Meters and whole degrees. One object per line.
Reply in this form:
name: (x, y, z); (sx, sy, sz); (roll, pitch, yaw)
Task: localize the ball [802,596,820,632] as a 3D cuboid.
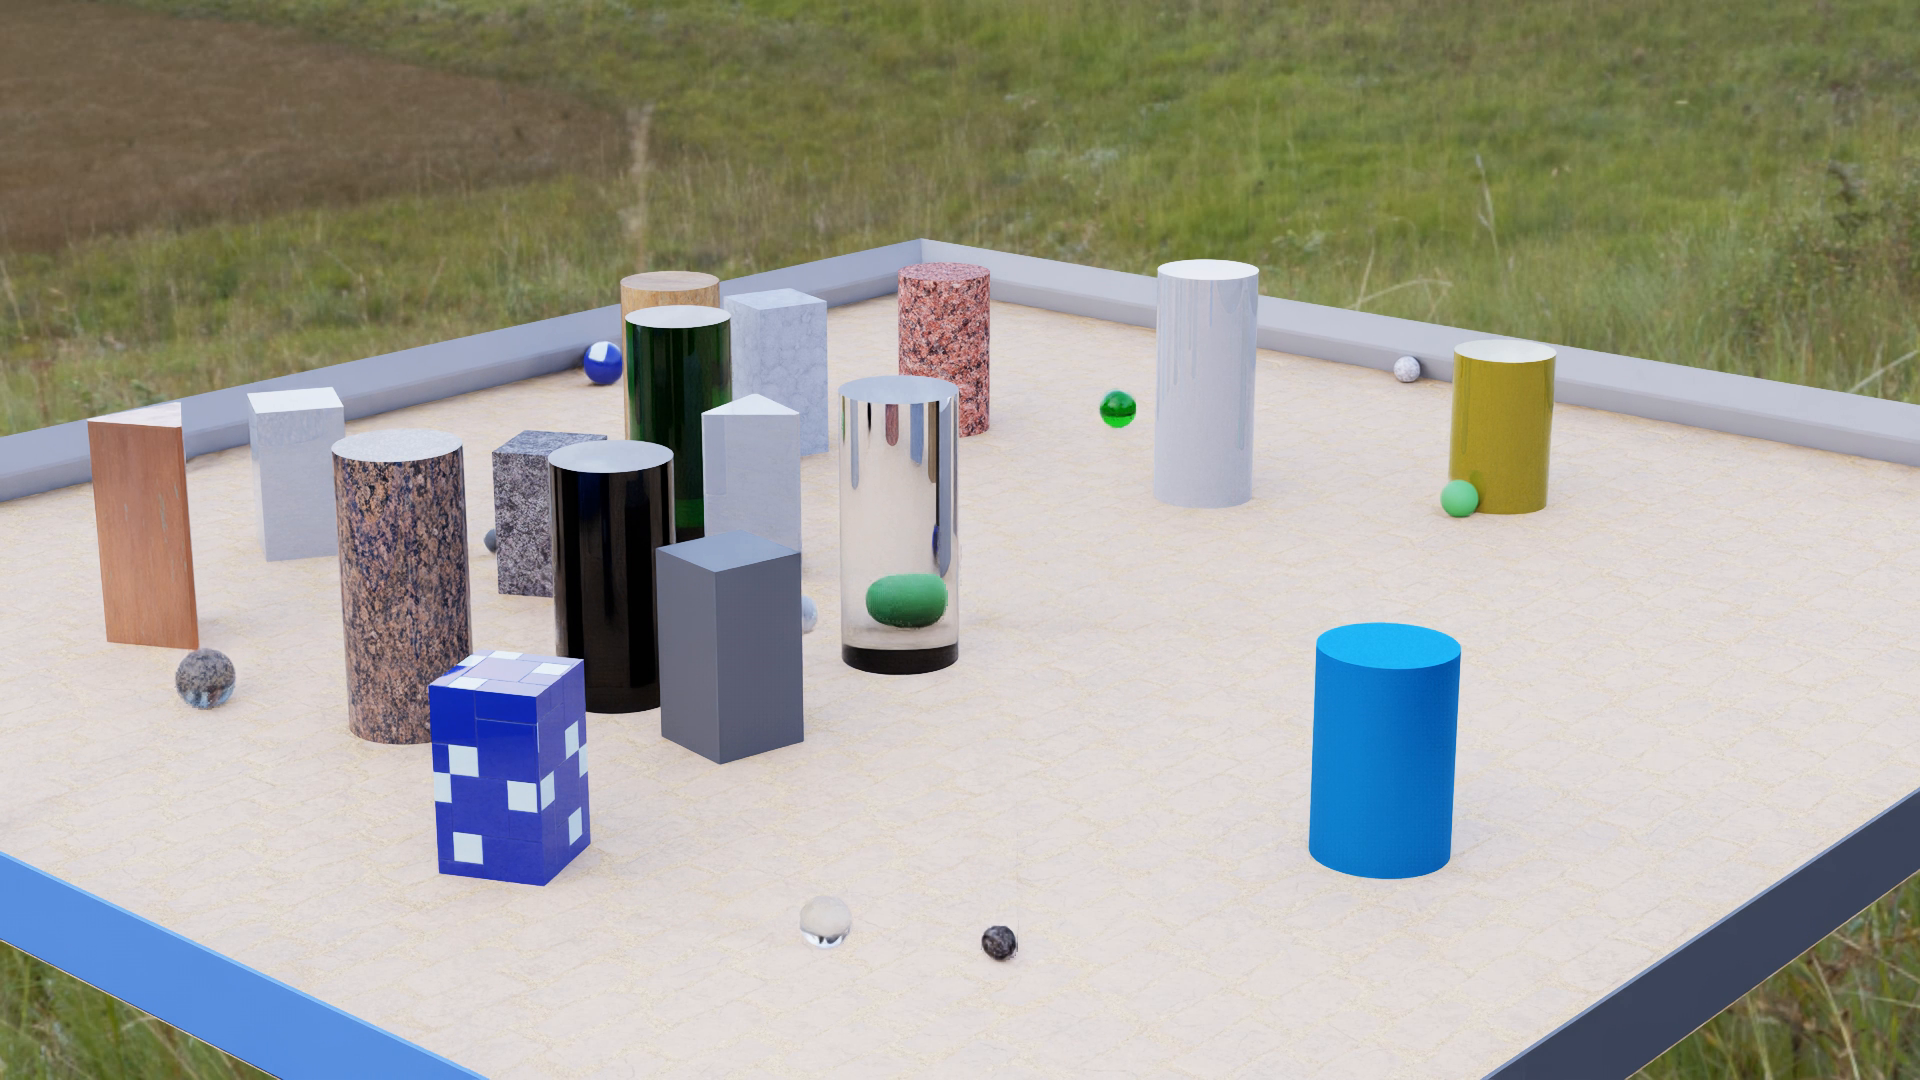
ball: (-0.269, 0.124, 4.923); (0.064, 0.064, 0.064); (0, 17, 0)

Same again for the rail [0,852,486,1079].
rail: (-1.231, 0.441, 3.763); (3.568, 0.126, 0.045); (14, 22, 39)

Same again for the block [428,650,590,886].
block: (-0.607, 0.306, 3.966); (0.155, 0.269, 0.155); (5, 17, 16)

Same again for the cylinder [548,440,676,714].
cylinder: (-0.540, 0.056, 4.587); (0.193, 0.389, 0.193); (0, 17, 0)

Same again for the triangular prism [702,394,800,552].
triangular prism: (-0.366, -0.094, 5.228); (0.167, 0.306, 0.145); (0, 17, 0)

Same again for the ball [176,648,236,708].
ball: (-1.176, 0.215, 4.572); (0.093, 0.093, 0.093); (0, 17, 0)

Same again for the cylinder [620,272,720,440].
cylinder: (-0.568, -0.315, 5.798); (0.193, 0.400, 0.193); (0, 17, 0)

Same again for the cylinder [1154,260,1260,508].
cylinder: (0.475, -0.303, 5.672); (0.193, 0.448, 0.193); (0, 17, 0)

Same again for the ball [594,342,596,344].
ball: (-0.824, -0.420, 6.721); (0.068, 0.068, 0.068); (0, 17, 0)

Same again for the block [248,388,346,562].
block: (-1.208, -0.121, 5.366); (0.155, 0.278, 0.155); (-6, 18, -18)

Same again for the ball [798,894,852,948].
ball: (-0.171, 0.484, 3.725); (0.067, 0.067, 0.067); (0, 17, 0)

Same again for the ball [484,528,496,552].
ball: (-0.848, 0.001, 5.365); (0.044, 0.044, 0.044); (0, 17, 0)

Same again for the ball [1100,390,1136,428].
ball: (0.336, -0.279, 6.232); (0.079, 0.079, 0.079); (0, 17, 0)

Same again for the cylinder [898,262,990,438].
cylinder: (-0.034, -0.402, 6.196); (0.193, 0.336, 0.193); (0, 17, 0)

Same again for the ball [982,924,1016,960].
ball: (0.049, 0.506, 3.692); (0.043, 0.043, 0.043); (0, 17, 0)

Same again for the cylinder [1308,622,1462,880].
cylinder: (0.576, 0.284, 3.986); (0.193, 0.299, 0.193); (0, 17, 0)

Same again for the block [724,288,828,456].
block: (-0.377, -0.340, 6.025); (0.155, 0.317, 0.155); (-10, 20, -31)

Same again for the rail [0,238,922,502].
rail: (-1.329, -0.302, 6.225); (0.045, 0.126, 3.801); (14, 22, 39)

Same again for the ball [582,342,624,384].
ball: (-0.800, -0.398, 6.597); (0.097, 0.097, 0.097); (0, 17, 0)

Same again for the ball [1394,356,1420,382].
ball: (1.010, -0.386, 6.622); (0.059, 0.059, 0.059); (0, 17, 0)

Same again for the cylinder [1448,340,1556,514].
cylinder: (1.044, -0.219, 5.655); (0.193, 0.299, 0.193); (0, 17, 0)

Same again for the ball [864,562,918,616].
ball: (-0.118, 0.083, 5.004); (0.095, 0.095, 0.095); (0, 17, 0)

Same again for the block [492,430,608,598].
block: (-0.715, -0.045, 5.151); (0.155, 0.257, 0.155); (4, 17, 13)

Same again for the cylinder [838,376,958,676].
cylinder: (-0.098, -0.025, 4.751); (0.193, 0.450, 0.193); (0, 17, 0)

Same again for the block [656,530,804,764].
block: (-0.345, 0.158, 4.403); (0.155, 0.299, 0.155); (-13, 21, -37)

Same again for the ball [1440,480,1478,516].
ball: (0.951, -0.080, 5.587); (0.071, 0.071, 0.071); (0, 17, 0)

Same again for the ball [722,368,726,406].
ball: (-0.516, -0.325, 6.357); (0.095, 0.095, 0.095); (0, 17, 0)

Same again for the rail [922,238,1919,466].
rail: (1.231, -0.378, 6.477); (3.568, 0.126, 0.045); (14, 22, 39)

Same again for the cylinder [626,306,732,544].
cylinder: (-0.516, -0.212, 5.431); (0.193, 0.414, 0.193); (0, 17, 0)

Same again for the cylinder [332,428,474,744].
cylinder: (-0.842, 0.069, 4.450); (0.193, 0.442, 0.193); (0, 17, 0)

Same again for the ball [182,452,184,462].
ball: (-1.590, -0.165, 5.872); (0.070, 0.070, 0.070); (0, 17, 0)

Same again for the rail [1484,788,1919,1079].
rail: (1.329, 0.365, 4.015); (0.045, 0.126, 3.801); (14, 22, 39)

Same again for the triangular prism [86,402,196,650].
triangular prism: (-1.323, -0.027, 4.878); (0.167, 0.380, 0.145); (5, 17, 15)
